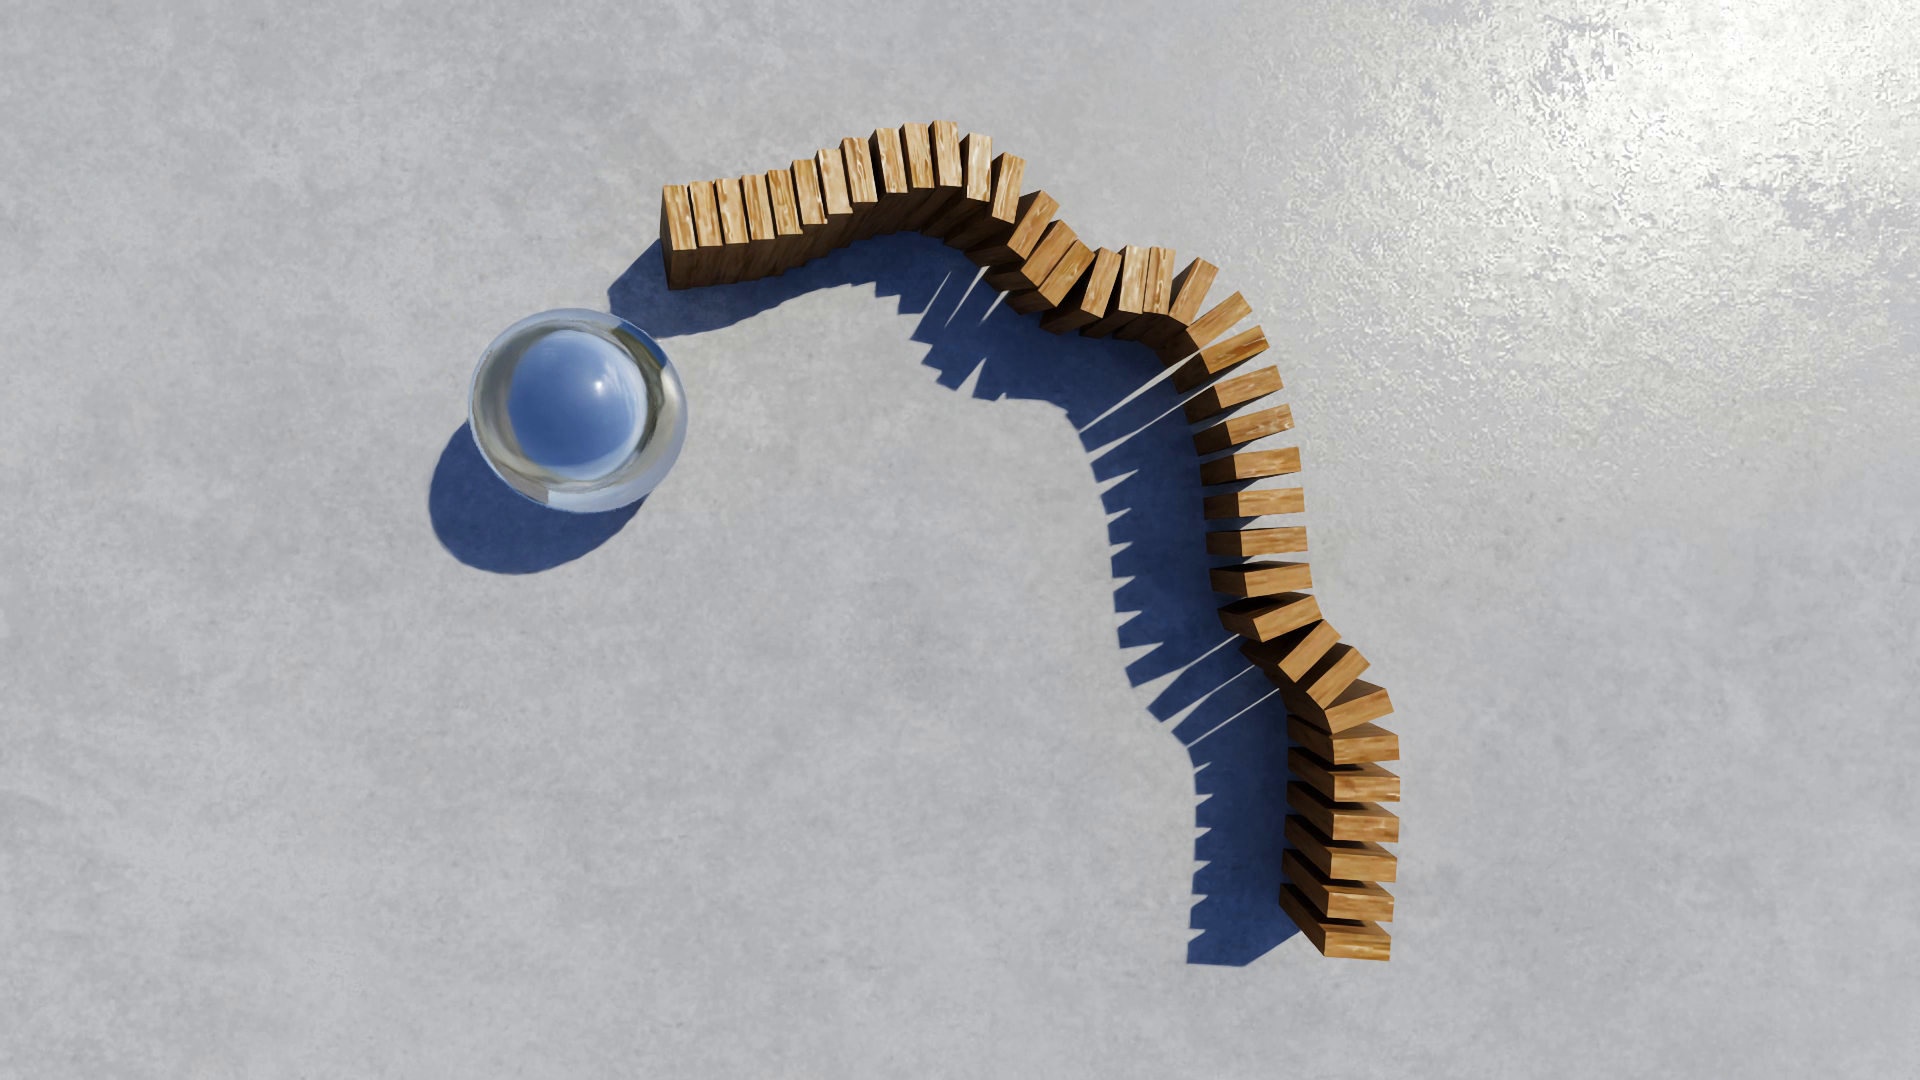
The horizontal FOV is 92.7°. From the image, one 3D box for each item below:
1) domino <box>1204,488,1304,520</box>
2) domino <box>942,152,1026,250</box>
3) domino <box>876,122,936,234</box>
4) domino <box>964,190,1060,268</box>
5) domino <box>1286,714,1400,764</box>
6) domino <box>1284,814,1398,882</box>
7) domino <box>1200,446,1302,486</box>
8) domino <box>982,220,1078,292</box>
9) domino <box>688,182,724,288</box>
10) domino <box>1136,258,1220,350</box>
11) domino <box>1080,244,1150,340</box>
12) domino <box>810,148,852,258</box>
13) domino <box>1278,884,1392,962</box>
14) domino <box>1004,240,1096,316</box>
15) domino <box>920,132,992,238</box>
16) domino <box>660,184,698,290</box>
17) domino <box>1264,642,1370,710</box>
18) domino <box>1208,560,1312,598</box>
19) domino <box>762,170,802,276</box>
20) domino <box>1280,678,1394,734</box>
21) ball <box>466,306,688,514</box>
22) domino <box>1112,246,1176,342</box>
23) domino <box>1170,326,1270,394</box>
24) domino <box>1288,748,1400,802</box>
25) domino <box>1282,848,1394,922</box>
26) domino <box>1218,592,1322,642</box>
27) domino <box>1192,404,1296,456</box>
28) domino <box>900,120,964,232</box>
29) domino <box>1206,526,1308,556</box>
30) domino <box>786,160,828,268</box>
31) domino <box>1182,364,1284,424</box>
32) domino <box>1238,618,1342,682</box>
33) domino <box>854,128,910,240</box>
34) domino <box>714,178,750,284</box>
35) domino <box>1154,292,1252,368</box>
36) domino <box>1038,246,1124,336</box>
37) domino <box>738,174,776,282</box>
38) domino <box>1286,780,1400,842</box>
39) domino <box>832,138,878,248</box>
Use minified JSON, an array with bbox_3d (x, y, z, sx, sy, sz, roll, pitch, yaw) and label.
[{"bbox_3d":[0.119,-0.015,0.375,0.025,0.050,0.009,-4,90,0],"label":"domino"},{"bbox_3d":[0.009,-0.137,0.375,0.009,0.050,0.025,11,90,-24],"label":"domino"},{"bbox_3d":[-0.025,-0.146,0.375,0.009,0.050,0.025,-8,90,-24],"label":"domino"},{"bbox_3d":[0.020,-0.126,0.375,0.010,0.050,0.025,32,90,-23],"label":"domino"},{"bbox_3d":[0.155,0.080,0.375,0.025,0.050,0.009,-4,90,0],"label":"domino"},{"bbox_3d":[0.154,0.125,0.375,0.025,0.050,0.010,4,90,0],"label":"domino"},{"bbox_3d":[0.118,-0.030,0.375,0.025,0.050,0.009,-7,90,0],"label":"domino"},{"bbox_3d":[0.027,-0.115,0.375,0.010,0.050,0.025,38,90,-21],"label":"domino"},{"bbox_3d":[-0.105,-0.124,0.375,0.009,0.050,0.025,-9,90,-20],"label":"domino"},{"bbox_3d":[0.088,-0.095,0.375,0.010,0.050,0.025,27,90,-3],"label":"domino"},{"bbox_3d":[0.062,-0.100,0.375,0.009,0.050,0.025,7,90,-10],"label":"domino"},{"bbox_3d":[-0.056,-0.136,0.375,0.009,0.050,0.025,-9,90,-20],"label":"domino"},{"bbox_3d":[0.152,0.155,0.375,0.025,0.050,0.010,4,90,0],"label":"domino"},{"bbox_3d":[0.036,-0.106,0.375,0.010,0.050,0.025,38,90,-16],"label":"domino"},{"bbox_3d":[-0.002,-0.144,0.375,0.010,0.050,0.025,2,90,-23],"label":"domino"},{"bbox_3d":[-0.115,-0.122,0.375,0.009,0.050,0.025,-9,90,-20],"label":"domino"},{"bbox_3d":[0.145,0.053,0.375,0.025,0.050,0.010,-43,90,0],"label":"domino"},{"bbox_3d":[0.122,0.015,0.375,0.025,0.050,0.009,-9,90,0],"label":"domino"},{"bbox_3d":[-0.075,-0.128,0.375,0.010,0.050,0.025,-9,90,-20],"label":"domino"},{"bbox_3d":[0.153,0.065,0.375,0.025,0.050,0.010,-20,90,0],"label":"domino"},{"bbox_3d":[-0.148,-0.050,0.360,0.080,0.080,0.080,0,90,0],"label":"ball"},{"bbox_3d":[0.074,-0.099,0.375,0.009,0.050,0.025,7,90,-4],"label":"domino"},{"bbox_3d":[0.105,-0.073,0.375,0.025,0.050,0.009,-24,90,0],"label":"domino"},{"bbox_3d":[0.156,0.095,0.375,0.025,0.050,0.009,1,90,0],"label":"domino"},{"bbox_3d":[0.153,0.140,0.375,0.025,0.050,0.009,5,90,0],"label":"domino"},{"bbox_3d":[0.125,0.030,0.375,0.025,0.050,0.010,-22,90,0],"label":"domino"},{"bbox_3d":[0.115,-0.044,0.375,0.025,0.050,0.009,-16,90,0],"label":"domino"},{"bbox_3d":[-0.014,-0.148,0.375,0.009,0.050,0.025,-6,90,-24],"label":"domino"},{"bbox_3d":[0.120,0.000,0.375,0.025,0.050,0.010,-5,90,0],"label":"domino"},{"bbox_3d":[-0.066,-0.132,0.375,0.009,0.050,0.025,-9,90,-20],"label":"domino"},{"bbox_3d":[0.110,-0.059,0.375,0.025,0.050,0.010,-18,90,0],"label":"domino"},{"bbox_3d":[0.134,0.042,0.375,0.025,0.050,0.010,-45,90,0],"label":"domino"},{"bbox_3d":[-0.036,-0.144,0.375,0.010,0.050,0.025,-9,90,-23],"label":"domino"},{"bbox_3d":[-0.095,-0.125,0.375,0.010,0.050,0.025,-9,90,-20],"label":"domino"},{"bbox_3d":[0.098,-0.085,0.375,0.025,0.050,0.010,-36,93,0],"label":"domino"},{"bbox_3d":[0.048,-0.101,0.375,0.009,0.050,0.025,19,90,-15],"label":"domino"},{"bbox_3d":[-0.085,-0.126,0.375,0.009,0.050,0.025,-9,90,-20],"label":"domino"},{"bbox_3d":[0.155,0.110,0.375,0.025,0.050,0.009,3,90,0],"label":"domino"},{"bbox_3d":[-0.047,-0.141,0.375,0.010,0.050,0.025,-9,90,-20],"label":"domino"}]
